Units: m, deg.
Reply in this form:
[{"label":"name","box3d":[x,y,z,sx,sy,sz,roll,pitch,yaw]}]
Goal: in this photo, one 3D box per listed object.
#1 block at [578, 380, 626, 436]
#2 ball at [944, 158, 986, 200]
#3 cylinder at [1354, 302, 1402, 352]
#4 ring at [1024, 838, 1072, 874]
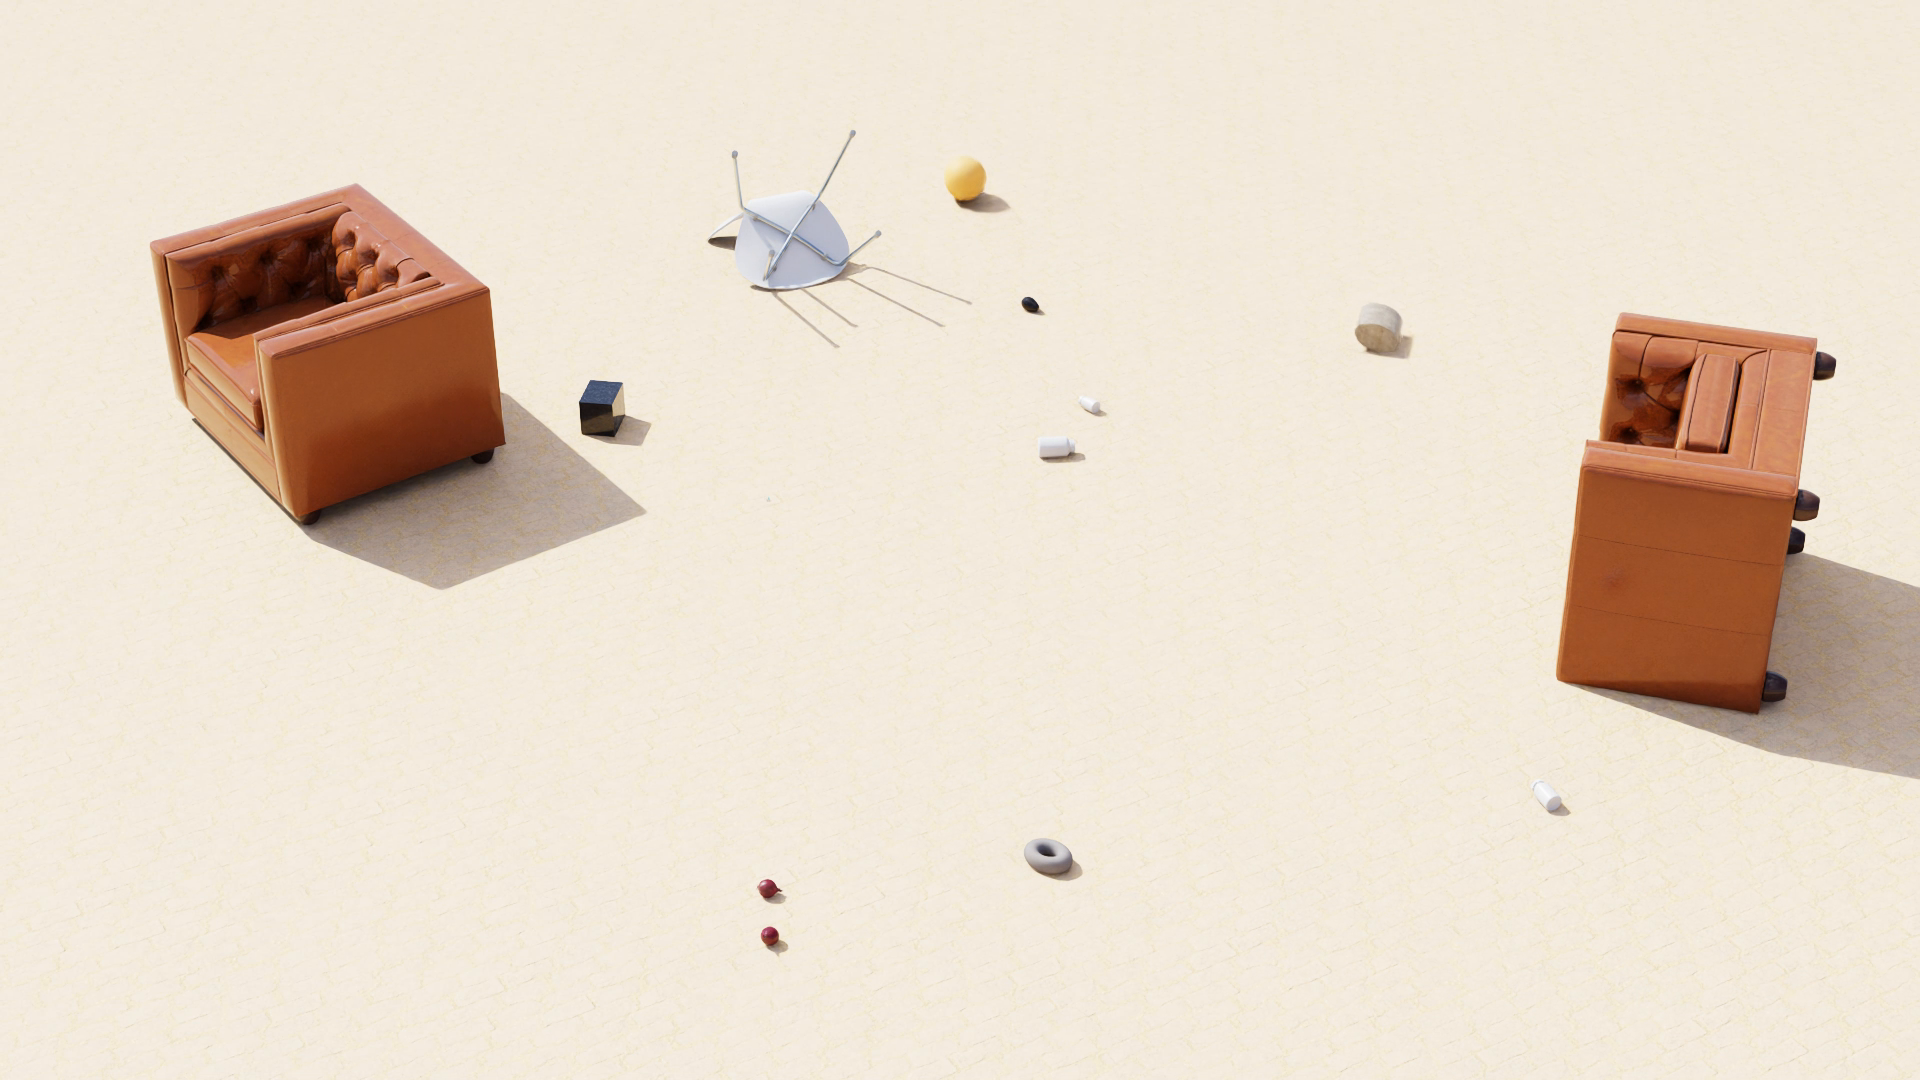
[{"label":"block","box3d":[-1.415,-0.521,11.600,0.135,0.148,0.175,5,34,7]},{"label":"ball","box3d":[0.024,-1.630,13.244,0.193,0.193,0.193,0,33,0]},{"label":"cylinder","box3d":[1.737,-0.882,12.165,0.186,0.122,0.180,22,36,1]},{"label":"ring","box3d":[0.282,1.009,9.360,0.170,0.059,0.126,20,40,29]}]
